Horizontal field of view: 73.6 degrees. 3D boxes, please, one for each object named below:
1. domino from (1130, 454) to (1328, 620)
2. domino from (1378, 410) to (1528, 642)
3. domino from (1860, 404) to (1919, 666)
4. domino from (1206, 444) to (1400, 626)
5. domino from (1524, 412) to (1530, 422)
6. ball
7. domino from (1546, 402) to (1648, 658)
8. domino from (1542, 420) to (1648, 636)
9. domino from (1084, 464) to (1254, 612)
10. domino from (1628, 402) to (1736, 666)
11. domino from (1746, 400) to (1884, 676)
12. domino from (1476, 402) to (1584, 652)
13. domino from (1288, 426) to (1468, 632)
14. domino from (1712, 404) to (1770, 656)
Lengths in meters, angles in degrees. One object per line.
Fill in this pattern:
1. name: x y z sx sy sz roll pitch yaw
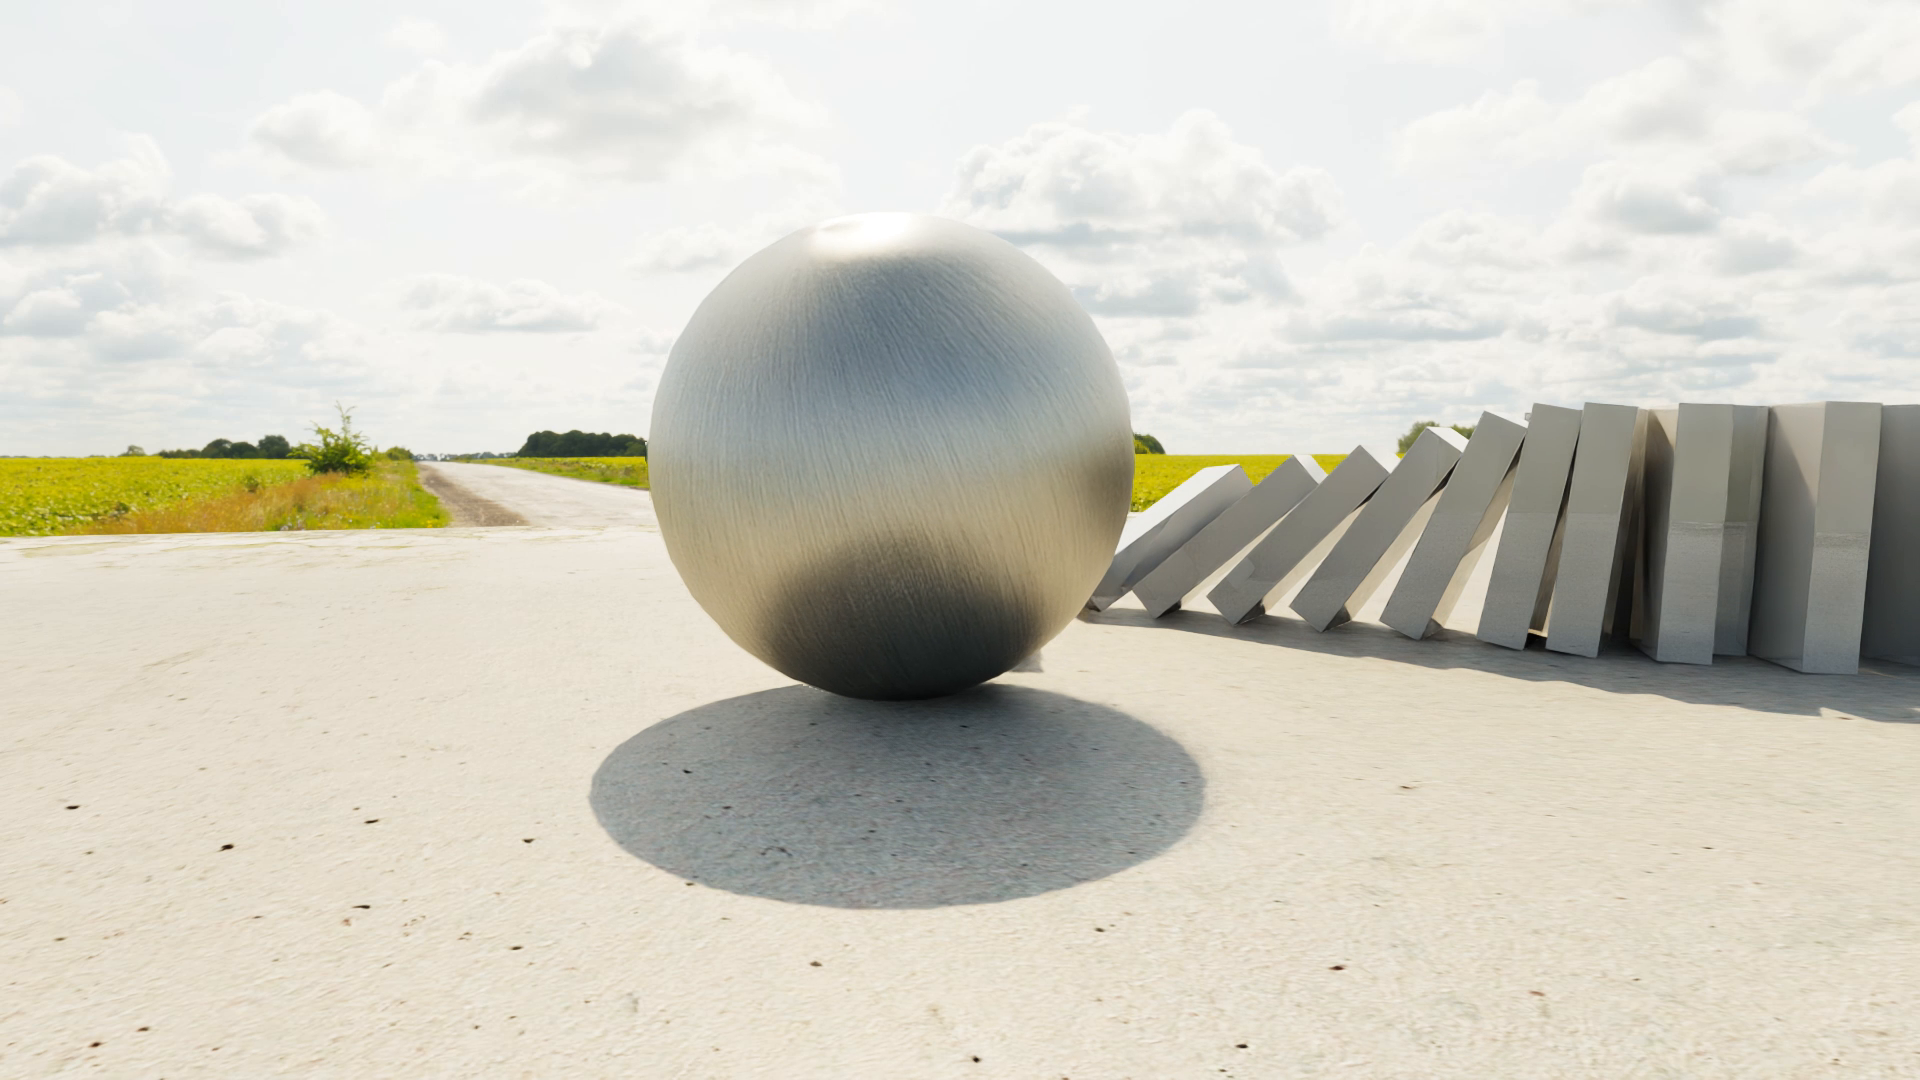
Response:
1. domino: 0.067 -0.001 0.312 0.050 0.010 0.025 -42 -13 20
2. domino: 0.111 -0.003 0.282 0.010 0.050 0.025 30 19 27
3. domino: 0.187 -0.001 0.247 0.009 0.050 0.025 0 4 -14
4. domino: 0.082 -0.001 0.302 0.010 0.050 0.025 49 25 18
5. domino: 0.149 -0.006 0.308 0.025 0.050 0.010 4 6 42
6. ball: -0.011 -0.014 0.214 0.080 0.080 0.080 0 4 0
7. domino: 0.132 -0.003 0.265 0.010 0.050 0.025 10 9 31
8. domino: 0.145 -0.004 0.287 0.025 0.050 0.009 0 4 -4
9. domino: 0.050 -0.001 0.328 0.050 0.010 0.025 -36 6 -7
10. domino: 0.144 -0.002 0.258 0.010 0.050 0.025 4 5 16
11. domino: 0.163 -0.001 0.247 0.010 0.050 0.025 3 5 8
12. domino: 0.123 -0.003 0.272 0.009 0.050 0.025 16 12 31
13. domino: 0.097 -0.002 0.292 0.010 0.050 0.025 42 24 23
14. domino: 0.157 -0.003 0.268 0.010 0.050 0.025 4 5 15
